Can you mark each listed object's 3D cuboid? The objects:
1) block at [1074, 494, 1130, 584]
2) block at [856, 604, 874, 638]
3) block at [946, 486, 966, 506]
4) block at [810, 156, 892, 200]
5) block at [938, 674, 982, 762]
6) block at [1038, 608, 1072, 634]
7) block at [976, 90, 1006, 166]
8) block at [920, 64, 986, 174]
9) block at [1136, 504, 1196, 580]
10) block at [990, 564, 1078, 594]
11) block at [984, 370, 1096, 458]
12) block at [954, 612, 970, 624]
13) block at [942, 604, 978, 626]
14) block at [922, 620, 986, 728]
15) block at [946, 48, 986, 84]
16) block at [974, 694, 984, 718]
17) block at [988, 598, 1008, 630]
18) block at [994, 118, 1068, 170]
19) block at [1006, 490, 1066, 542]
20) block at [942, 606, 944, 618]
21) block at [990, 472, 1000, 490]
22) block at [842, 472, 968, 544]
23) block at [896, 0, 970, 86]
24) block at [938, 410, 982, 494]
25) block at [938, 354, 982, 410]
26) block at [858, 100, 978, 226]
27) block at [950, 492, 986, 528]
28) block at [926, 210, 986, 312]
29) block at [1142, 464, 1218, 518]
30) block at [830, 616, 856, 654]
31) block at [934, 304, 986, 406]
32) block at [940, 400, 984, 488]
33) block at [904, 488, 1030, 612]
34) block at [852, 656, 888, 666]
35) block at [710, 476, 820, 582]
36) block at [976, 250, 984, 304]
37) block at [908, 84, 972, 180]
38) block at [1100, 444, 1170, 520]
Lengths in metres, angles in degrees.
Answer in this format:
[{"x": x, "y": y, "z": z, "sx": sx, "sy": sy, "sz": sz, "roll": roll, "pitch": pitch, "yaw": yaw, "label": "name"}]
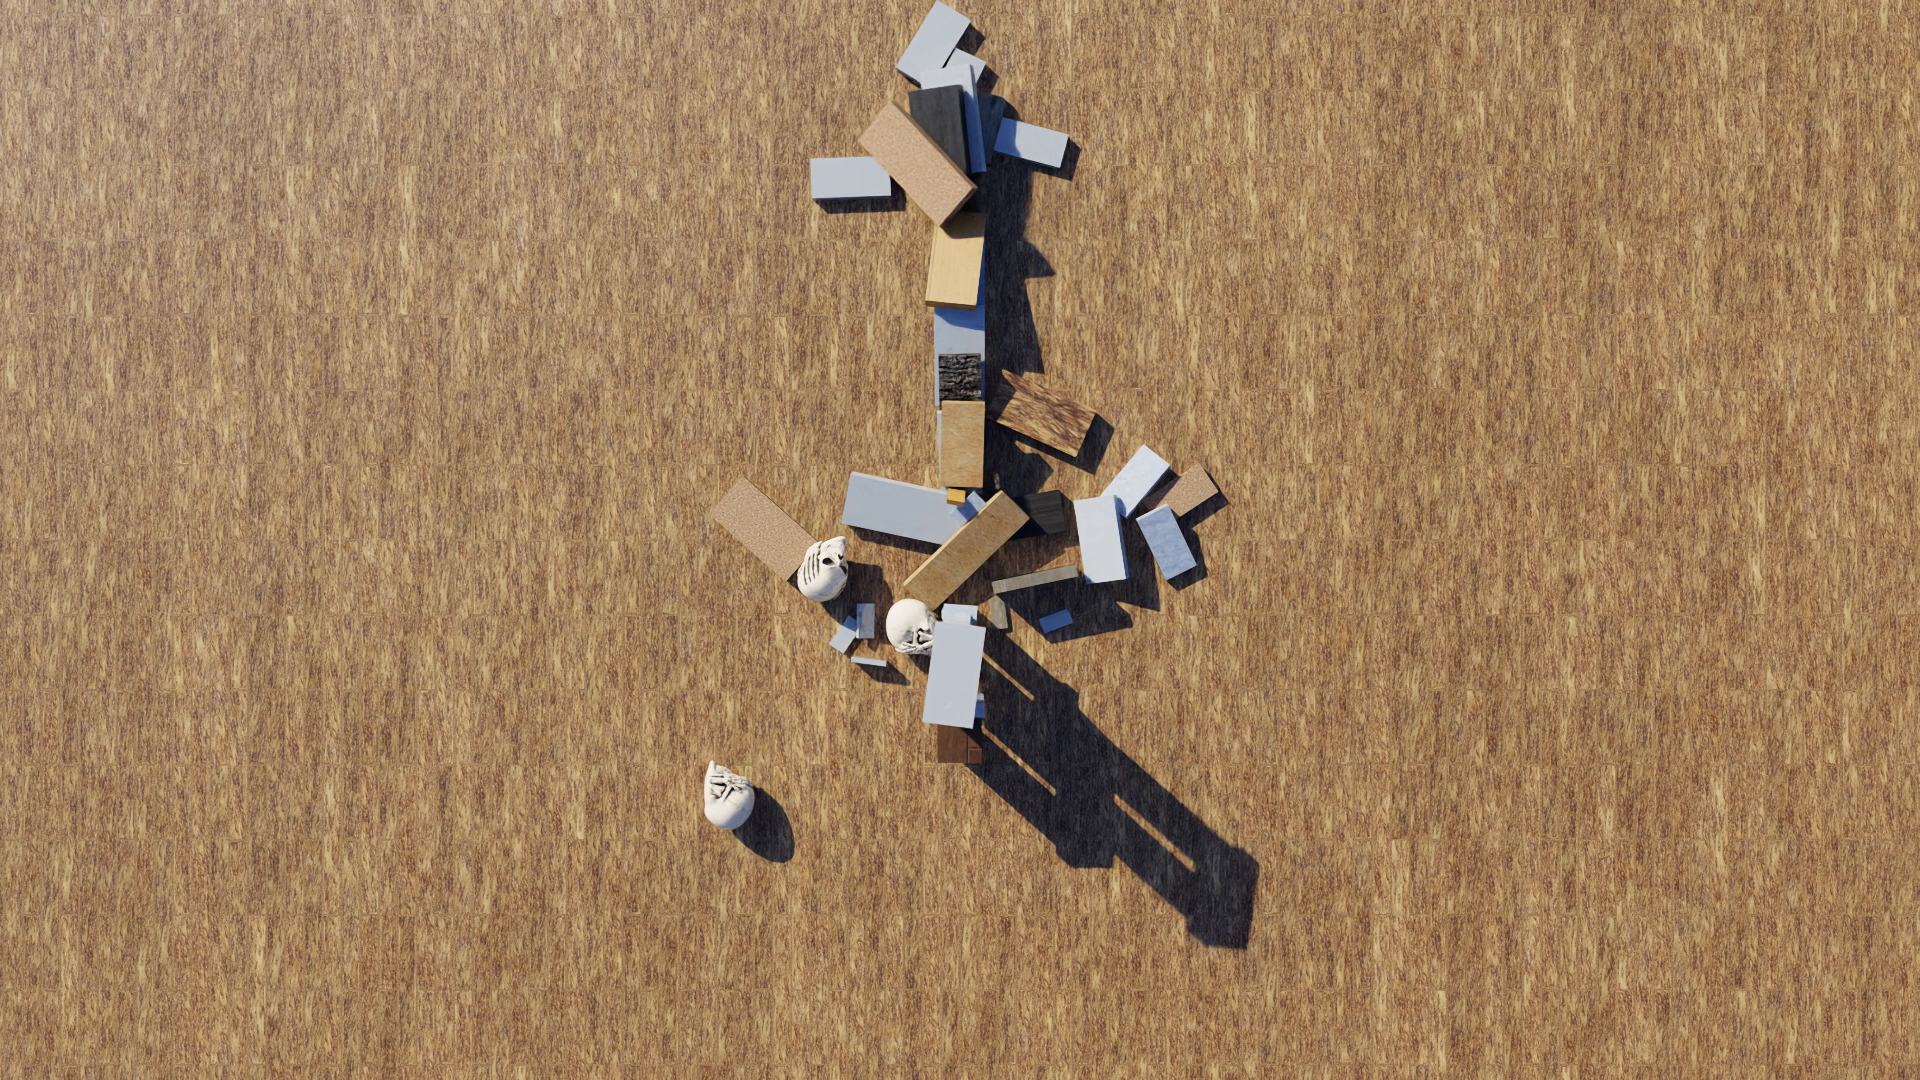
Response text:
[{"x": 0.468, "y": -0.002, "z": 5.454, "sx": 0.140, "sy": 0.040, "sz": 0.279, "roll": -9, "pitch": 90, "yaw": 24, "label": "block"}, {"x": -0.314, "y": 0.268, "z": 5.479, "sx": 0.058, "sy": 0.016, "sz": 0.115, "roll": 1, "pitch": 90, "yaw": -28, "label": "block"}, {"x": -0.013, "y": -0.147, "z": 5.402, "sx": 0.058, "sy": 0.115, "sz": 0.016, "roll": 10, "pitch": 118, "yaw": -3, "label": "block"}, {"x": -0.362, "y": -1.202, "z": 5.481, "sx": 0.262, "sy": 0.037, "sz": 0.131, "roll": -2, "pitch": 90, "yaw": 0, "label": "block"}, {"x": -0.001, "y": 0.561, "z": 5.201, "sx": 0.139, "sy": 0.040, "sz": 0.279, "roll": 0, "pitch": 90, "yaw": 0, "label": "block"}, {"x": 0.320, "y": 0.269, "z": 5.493, "sx": 0.103, "sy": 0.015, "sz": 0.051, "roll": -21, "pitch": 90, "yaw": 0, "label": "block"}, {"x": 0.072, "y": -1.369, "z": 5.484, "sx": 0.114, "sy": 0.032, "sz": 0.228, "roll": 14, "pitch": 90, "yaw": 0, "label": "block"}, {"x": -0.022, "y": -1.374, "z": 5.426, "sx": 0.172, "sy": 0.049, "sz": 0.344, "roll": -5, "pitch": 99, "yaw": 18, "label": "block"}, {"x": 0.683, "y": 0.007, "z": 5.461, "sx": 0.114, "sy": 0.032, "sz": 0.228, "roll": -27, "pitch": 102, "yaw": 0, "label": "block"}, {"x": 0.243, "y": 0.127, "z": 5.430, "sx": 0.279, "sy": 0.140, "sz": 0.040, "roll": -12, "pitch": 90, "yaw": 0, "label": "block"}, {"x": 0.263, "y": -0.420, "z": 5.476, "sx": 0.338, "sy": 0.048, "sz": 0.169, "roll": 24, "pitch": 90, "yaw": 0, "label": "block"}, {"x": 0.006, "y": 0.257, "z": 5.167, "sx": 0.051, "sy": 0.177, "sz": 0.015, "roll": 6, "pitch": 100, "yaw": 0, "label": "block"}, {"x": -0.005, "y": 0.314, "z": 5.270, "sx": 0.107, "sy": 0.030, "sz": 0.214, "roll": 4, "pitch": 90, "yaw": 0, "label": "block"}, {"x": -0.017, "y": 0.396, "z": 4.862, "sx": 0.149, "sy": 0.042, "sz": 0.298, "roll": 7, "pitch": 90, "yaw": 0, "label": "block"}, {"x": -0.013, "y": -1.506, "z": 5.484, "sx": 0.114, "sy": 0.032, "sz": 0.228, "roll": 25, "pitch": 90, "yaw": 0, "label": "block"}, {"x": -0.001, "y": 0.505, "z": 5.032, "sx": 0.149, "sy": 0.298, "sz": 0.042, "roll": 0, "pitch": 90, "yaw": 0, "label": "block"}, {"x": 0.127, "y": 0.245, "z": 5.493, "sx": 0.051, "sy": 0.015, "sz": 0.103, "roll": -7, "pitch": 90, "yaw": 0, "label": "block"}, {"x": 0.236, "y": -1.318, "z": 5.484, "sx": 0.228, "sy": 0.032, "sz": 0.114, "roll": 15, "pitch": 90, "yaw": 0, "label": "block"}, {"x": 0.203, "y": -0.075, "z": 5.480, "sx": 0.279, "sy": 0.040, "sz": 0.140, "roll": -10, "pitch": 90, "yaw": 0, "label": "block"}, {"x": -0.005, "y": 0.238, "z": 5.393, "sx": 0.107, "sy": 0.214, "sz": 0.030, "roll": 0, "pitch": 90, "yaw": 0, "label": "block"}, {"x": 0.117, "y": -0.195, "z": 5.442, "sx": 0.016, "sy": 0.115, "sz": 0.058, "roll": -8, "pitch": 90, "yaw": -3, "label": "block"}, {"x": -0.169, "y": -0.098, "z": 5.455, "sx": 0.419, "sy": 0.048, "sz": 0.169, "roll": 12, "pitch": 105, "yaw": 0, "label": "block"}, {"x": -0.088, "y": -1.644, "z": 5.481, "sx": 0.131, "sy": 0.037, "sz": 0.262, "roll": 32, "pitch": 90, "yaw": 0, "label": "block"}, {"x": 0.000, "y": -0.289, "z": 5.440, "sx": 0.139, "sy": 0.039, "sz": 0.278, "roll": -2, "pitch": 107, "yaw": 1, "label": "block"}, {"x": 0.001, "y": -0.472, "z": 5.425, "sx": 0.139, "sy": 0.039, "sz": 0.278, "roll": -1, "pitch": 107, "yaw": 0, "label": "block"}, {"x": -0.139, "y": -1.228, "z": 5.385, "sx": 0.403, "sy": 0.049, "sz": 0.172, "roll": 48, "pitch": 115, "yaw": 8, "label": "block"}, {"x": 0.026, "y": -0.102, "z": 5.410, "sx": 0.115, "sy": 0.016, "sz": 0.058, "roll": -43, "pitch": 98, "yaw": 12, "label": "block"}, {"x": -0.012, "y": -0.918, "z": 5.405, "sx": 0.165, "sy": 0.047, "sz": 0.330, "roll": 6, "pitch": 74, "yaw": 2, "label": "block"}, {"x": 0.730, "y": -0.145, "z": 5.484, "sx": 0.228, "sy": 0.032, "sz": 0.114, "roll": -33, "pitch": 90, "yaw": 0, "label": "block"}, {"x": -0.379, "y": 0.314, "z": 5.492, "sx": 0.058, "sy": 0.016, "sz": 0.115, "roll": 34, "pitch": 90, "yaw": 0, "label": "block"}, {"x": -0.001, "y": -0.611, "z": 5.442, "sx": 0.165, "sy": 0.047, "sz": 0.330, "roll": 0, "pitch": 102, "yaw": 0, "label": "block"}, {"x": 0.008, "y": -0.313, "z": 5.391, "sx": 0.139, "sy": 0.039, "sz": 0.278, "roll": 1, "pitch": 107, "yaw": 0, "label": "block"}, {"x": 0.021, "y": 0.036, "z": 5.436, "sx": 0.453, "sy": 0.037, "sz": 0.131, "roll": -44, "pitch": 107, "yaw": 7, "label": "block"}, {"x": -0.301, "y": 0.402, "z": 5.471, "sx": 0.115, "sy": 0.058, "sz": 0.016, "roll": 8, "pitch": 90, "yaw": 0, "label": "block"}, {"x": -0.647, "y": -0.037, "z": 5.476, "sx": 0.338, "sy": 0.048, "sz": 0.169, "roll": 41, "pitch": 90, "yaw": 0, "label": "block"}, {"x": -0.001, "y": -0.835, "z": 5.477, "sx": 0.165, "sy": 0.047, "sz": 0.330, "roll": 0, "pitch": 90, "yaw": 0, "label": "block"}, {"x": -0.063, "y": -1.301, "z": 5.398, "sx": 0.172, "sy": 0.049, "sz": 0.344, "roll": -3, "pitch": 99, "yaw": 20, "label": "block"}, {"x": 0.581, "y": -0.192, "z": 5.468, "sx": 0.114, "sy": 0.032, "sz": 0.228, "roll": 40, "pitch": 90, "yaw": 17, "label": "block"}]
